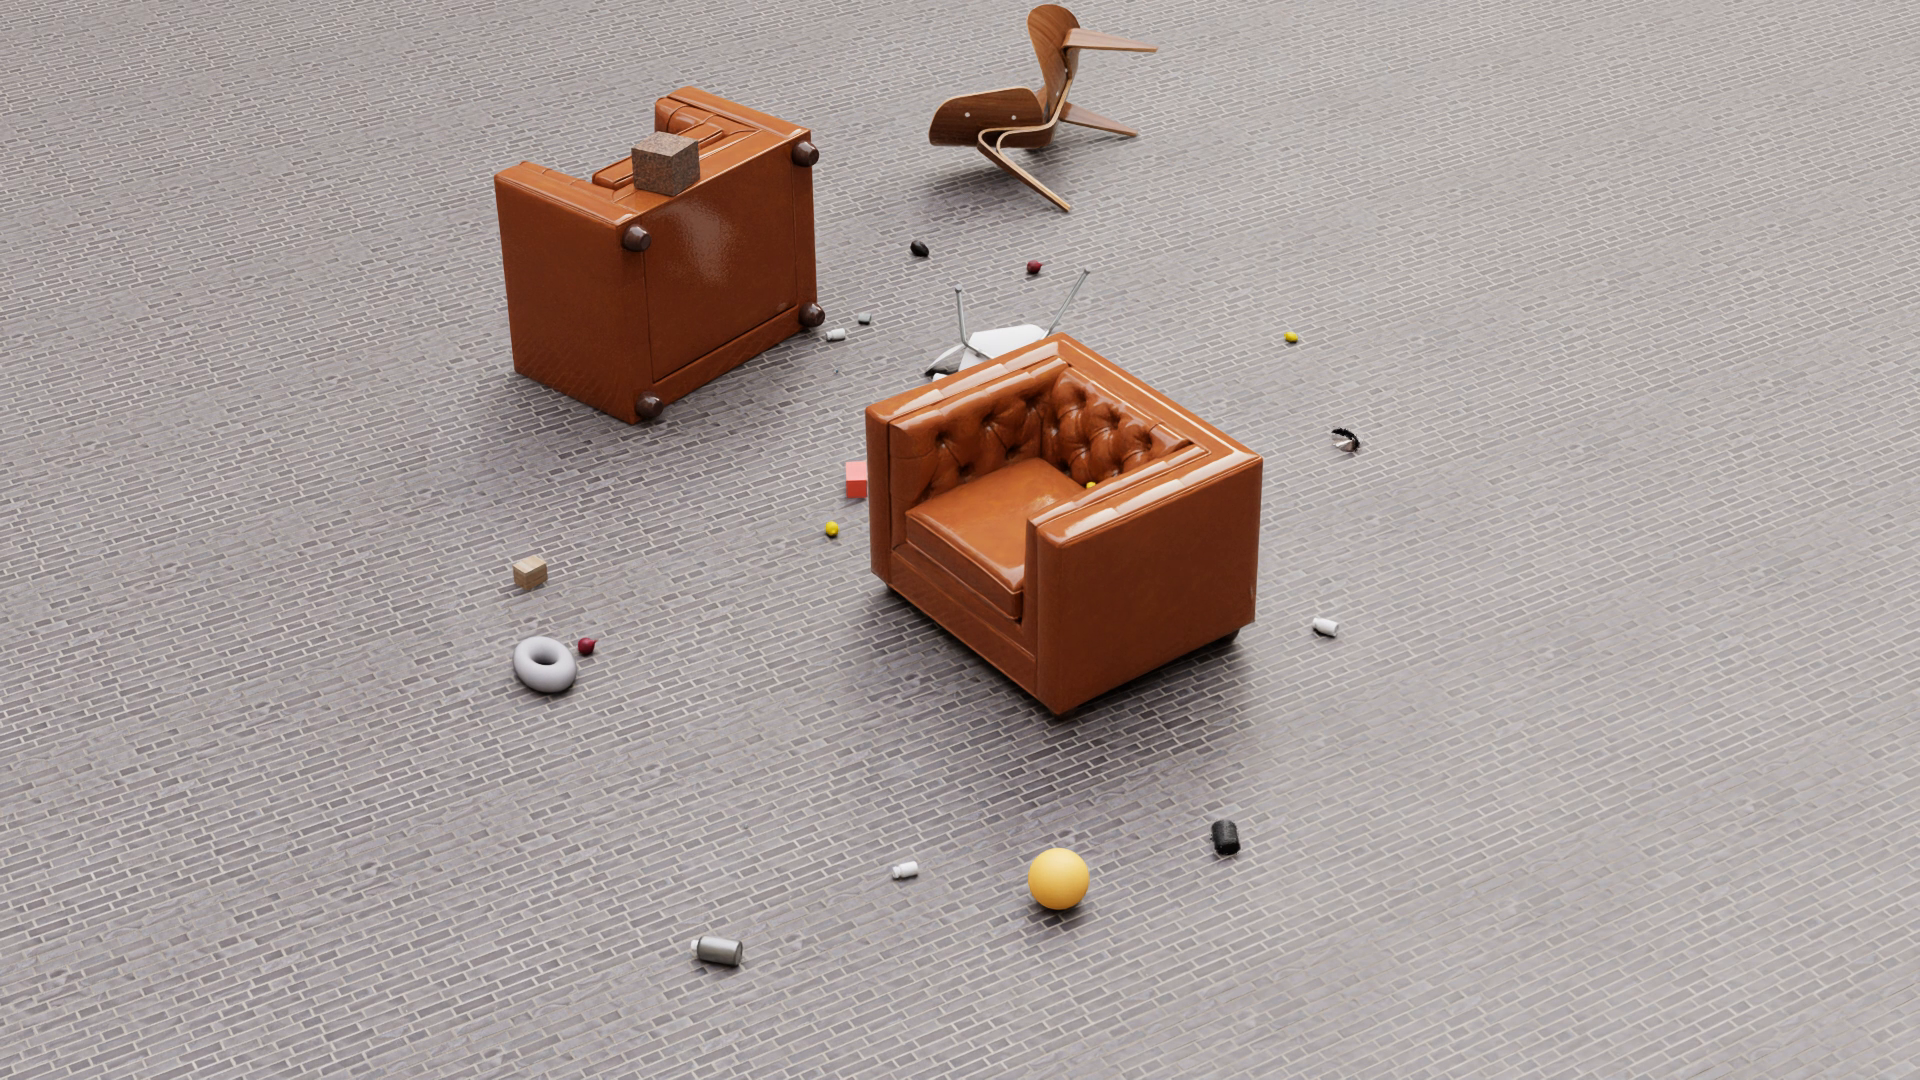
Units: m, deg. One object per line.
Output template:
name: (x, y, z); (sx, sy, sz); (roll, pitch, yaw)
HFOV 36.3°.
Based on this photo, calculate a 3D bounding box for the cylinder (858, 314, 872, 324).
cylinder: (-0.400, -0.934, 12.333); (0.047, 0.031, 0.056); (4, 37, 9)

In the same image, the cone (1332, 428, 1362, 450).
cone: (1.544, -0.396, 11.513); (0.110, 0.077, 0.137); (-5, 23, -44)

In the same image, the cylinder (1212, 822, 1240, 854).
cylinder: (0.855, 0.957, 9.433); (0.082, 0.064, 0.098); (7, 24, -3)

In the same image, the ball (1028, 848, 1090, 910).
ball: (0.309, 1.059, 9.162); (0.193, 0.193, 0.193); (0, 33, 0)

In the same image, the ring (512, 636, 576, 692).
ring: (-1.445, 0.433, 10.201); (0.204, 0.098, 0.290); (-18, 37, -27)

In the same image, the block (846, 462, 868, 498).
block: (-0.396, -0.231, 11.223); (0.077, 0.079, 0.134); (-2, 33, -3)

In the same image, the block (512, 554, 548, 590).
block: (-1.568, 0.119, 10.695); (0.074, 0.076, 0.097); (28, 43, 36)

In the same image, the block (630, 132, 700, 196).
block: (-1.144, -1.465, 11.402); (0.187, 0.165, 0.187); (15, 34, 25)
